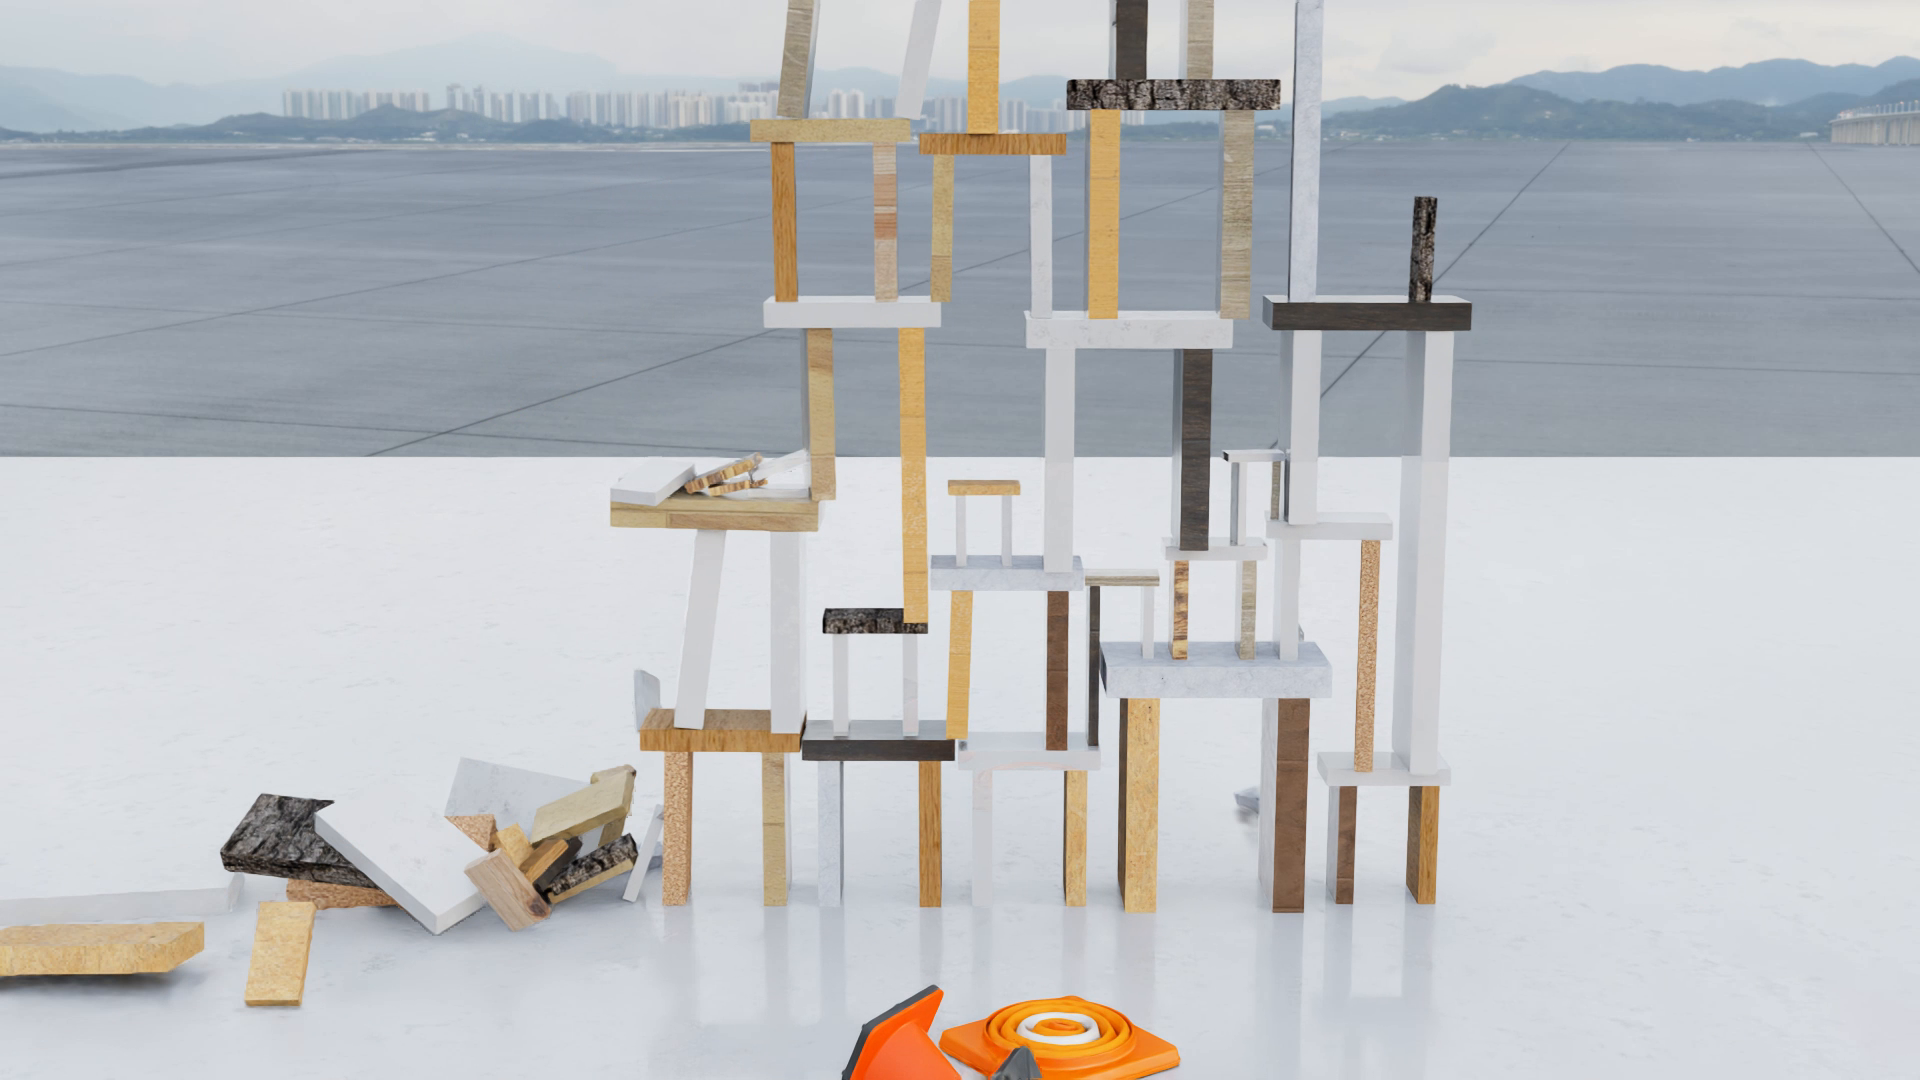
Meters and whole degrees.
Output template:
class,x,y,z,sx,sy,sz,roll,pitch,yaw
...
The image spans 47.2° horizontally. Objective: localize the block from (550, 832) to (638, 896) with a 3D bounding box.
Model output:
class,x,y,z,sx,sy,sz,roll,pitch,yaw
block,-0.603,0.533,3.616,0.148,0.021,0.074,-27,11,-7

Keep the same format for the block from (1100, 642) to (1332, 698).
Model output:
class,x,y,z,sx,sy,sz,roll,pitch,yaw
block,0.414,0.211,3.597,0.360,0.051,0.180,0,11,0

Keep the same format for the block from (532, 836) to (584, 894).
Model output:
class,x,y,z,sx,sy,sz,roll,pitch,yaw
block,-0.682,0.545,3.630,0.068,0.019,0.136,-27,14,31

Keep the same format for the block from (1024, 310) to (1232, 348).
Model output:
class,x,y,z,sx,sy,sz,roll,pitch,yaw
block,0.263,-0.335,3.496,0.320,0.045,0.160,0,11,0

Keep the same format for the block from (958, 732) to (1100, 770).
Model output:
class,x,y,z,sx,sy,sz,roll,pitch,yaw
block,0.113,0.347,3.620,0.231,0.033,0.116,0,11,0

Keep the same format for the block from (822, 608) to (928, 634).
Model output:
class,x,y,z,sx,sy,sz,roll,pitch,yaw
block,-0.137,0.132,3.585,0.170,0.024,0.085,0,11,-1

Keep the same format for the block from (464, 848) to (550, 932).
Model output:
class,x,y,z,sx,sy,sz,roll,pitch,yaw
block,-0.713,0.552,3.464,0.068,0.136,0.019,-26,24,16

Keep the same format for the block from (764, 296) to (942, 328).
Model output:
class,x,y,z,sx,sy,sz,roll,pitch,yaw
block,-0.168,-0.363,3.490,0.275,0.039,0.138,0,11,0

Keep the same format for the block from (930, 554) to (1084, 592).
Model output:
class,x,y,z,sx,sy,sz,roll,pitch,yaw
block,0.075,0.053,3.571,0.245,0.035,0.122,0,11,0

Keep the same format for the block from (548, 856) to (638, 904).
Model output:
class,x,y,z,sx,sy,sz,roll,pitch,yaw
block,-0.609,0.553,3.648,0.148,0.021,0.074,-25,11,2

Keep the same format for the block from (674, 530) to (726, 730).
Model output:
class,x,y,z,sx,sy,sz,roll,pitch,yaw
block,-0.427,0.128,3.607,0.047,0.329,0.165,7,10,-8

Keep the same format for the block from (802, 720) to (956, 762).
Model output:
class,x,y,z,sx,sy,sz,roll,pitch,yaw
block,-0.132,0.329,3.617,0.248,0.035,0.124,0,11,0

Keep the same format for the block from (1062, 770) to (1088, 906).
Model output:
class,x,y,z,sx,sy,sz,roll,pitch,yaw
block,0.191,0.477,3.645,0.033,0.231,0.116,0,11,0

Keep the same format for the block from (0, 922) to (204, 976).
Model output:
class,x,y,z,sx,sy,sz,roll,pitch,yaw
block,-1.308,0.612,3.297,0.297,0.042,0.148,-1,2,2

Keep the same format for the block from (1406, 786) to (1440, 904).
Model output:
class,x,y,z,sx,sy,sz,roll,pitch,yaw
block,0.768,0.491,3.649,0.029,0.202,0.101,0,11,0

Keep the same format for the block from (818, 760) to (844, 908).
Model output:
class,x,y,z,sx,sy,sz,roll,pitch,yaw
block,-0.214,0.469,3.642,0.035,0.248,0.124,0,11,0

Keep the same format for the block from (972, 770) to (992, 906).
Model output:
class,x,y,z,sx,sy,sz,roll,pitch,yaw
block,0.036,0.477,3.645,0.033,0.231,0.116,0,11,0

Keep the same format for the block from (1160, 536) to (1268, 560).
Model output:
class,x,y,z,sx,sy,sz,roll,pitch,yaw
block,0.411,0.014,3.559,0.164,0.023,0.082,0,11,0

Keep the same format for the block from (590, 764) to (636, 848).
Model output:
class,x,y,z,sx,sy,sz,roll,pitch,yaw
block,-0.620,0.475,3.845,0.023,0.163,0.081,32,27,34

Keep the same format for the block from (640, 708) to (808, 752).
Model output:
class,x,y,z,sx,sy,sz,roll,pitch,yaw
block,-0.388,0.313,3.624,0.261,0.037,0.130,0,10,1

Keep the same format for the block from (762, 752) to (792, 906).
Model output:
class,x,y,z,sx,sy,sz,roll,pitch,yaw
block,-0.304,0.461,3.650,0.037,0.261,0.131,0,10,0

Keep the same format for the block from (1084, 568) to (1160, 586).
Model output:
class,x,y,z,sx,sy,sz,roll,pitch,yaw
block,0.262,0.061,3.566,0.120,0.017,0.060,0,11,2

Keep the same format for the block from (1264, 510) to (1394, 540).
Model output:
class,x,y,z,sx,sy,sz,roll,pitch,yaw
block,0.592,-0.023,3.550,0.200,0.028,0.100,1,11,5

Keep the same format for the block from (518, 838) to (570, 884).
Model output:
class,x,y,z,sx,sy,sz,roll,pitch,yaw
block,-0.707,0.543,3.603,0.136,0.019,0.068,-45,16,-34

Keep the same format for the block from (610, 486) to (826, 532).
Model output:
class,x,y,z,sx,sy,sz,roll,pitch,yaw
block,-0.388,-0.054,3.556,0.329,0.047,0.165,2,10,0

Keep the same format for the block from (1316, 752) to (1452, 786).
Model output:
class,x,y,z,sx,sy,sz,roll,pitch,yaw
block,0.698,0.377,3.628,0.203,0.029,0.101,0,11,0

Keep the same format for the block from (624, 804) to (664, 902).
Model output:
class,x,y,z,sx,sy,sz,roll,pitch,yaw
block,-0.522,0.519,3.651,0.021,0.148,0.074,20,9,-6

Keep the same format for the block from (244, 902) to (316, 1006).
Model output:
class,x,y,z,sx,sy,sz,roll,pitch,yaw
block,-0.999,0.608,3.235,0.077,0.022,0.155,0,54,-2

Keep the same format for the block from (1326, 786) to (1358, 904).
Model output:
class,x,y,z,sx,sy,sz,roll,pitch,yaw
block,0.633,0.491,3.650,0.029,0.203,0.101,0,11,0

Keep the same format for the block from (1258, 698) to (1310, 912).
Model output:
class,x,y,z,sx,sy,sz,roll,pitch,yaw
block,0.534,0.413,3.634,0.051,0.360,0.180,0,10,0

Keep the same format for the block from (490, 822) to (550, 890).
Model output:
class,x,y,z,sx,sy,sz,roll,pitch,yaw
block,-0.730,0.535,3.667,0.017,0.122,0.061,-35,-5,25

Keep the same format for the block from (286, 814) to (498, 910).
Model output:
class,x,y,z,sx,sy,sz,roll,pitch,yaw
block,-0.937,0.533,3.643,0.318,0.045,0.159,-4,34,-1

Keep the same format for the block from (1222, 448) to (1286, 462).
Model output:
class,x,y,z,sx,sy,sz,roll,pitch,yaw
block,0.471,-0.136,3.531,0.093,0.013,0.046,-1,11,-7

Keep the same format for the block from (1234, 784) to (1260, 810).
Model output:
class,x,y,z,sx,sy,sz,roll,pitch,yaw
block,0.569,0.473,4.080,0.080,0.023,0.159,-18,0,-10

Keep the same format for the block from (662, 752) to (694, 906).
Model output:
class,x,y,z,sx,sy,sz,roll,pitch,yaw
block,-0.468,0.460,3.653,0.037,0.261,0.131,2,10,-3

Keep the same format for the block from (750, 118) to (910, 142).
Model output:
class,x,y,z,sx,sy,sz,roll,pitch,yaw
block,-0.201,-0.641,3.438,0.246,0.035,0.123,0,11,-1

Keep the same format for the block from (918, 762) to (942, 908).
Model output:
class,x,y,z,sx,sy,sz,roll,pitch,yaw
block,-0.049,0.469,3.642,0.035,0.248,0.124,0,11,0

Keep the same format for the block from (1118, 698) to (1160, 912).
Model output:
class,x,y,z,sx,sy,sz,roll,pitch,yaw
block,0.294,0.413,3.634,0.051,0.360,0.180,0,11,0

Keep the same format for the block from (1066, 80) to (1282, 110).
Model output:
class,x,y,z,sx,sy,sz,roll,pitch,yaw
block,0.329,-0.694,3.430,0.320,0.045,0.160,0,11,0

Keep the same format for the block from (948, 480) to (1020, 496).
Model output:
class,x,y,z,sx,sy,sz,roll,pitch,yaw
block,0.039,-0.085,3.539,0.115,0.016,0.058,0,11,-1

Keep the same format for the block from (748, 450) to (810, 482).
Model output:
class,x,y,z,sx,sy,sz,roll,pitch,yaw
block,-0.290,-0.119,3.512,0.095,0.013,0.047,-20,15,-9

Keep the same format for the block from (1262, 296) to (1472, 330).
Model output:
class,x,y,z,sx,sy,sz,roll,pitch,yaw
block,0.642,-0.361,3.489,0.307,0.043,0.153,0,11,2

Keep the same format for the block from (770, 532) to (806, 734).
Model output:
class,x,y,z,sx,sy,sz,roll,pitch,yaw
block,-0.279,0.134,3.589,0.047,0.329,0.165,0,10,0

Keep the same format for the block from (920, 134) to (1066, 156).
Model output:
class,x,y,z,sx,sy,sz,roll,pitch,yaw
block,0.050,-0.619,3.438,0.226,0.032,0.113,0,11,-1

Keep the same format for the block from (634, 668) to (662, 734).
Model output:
class,x,y,z,sx,sy,sz,roll,pitch,yaw
block,-0.547,0.291,3.857,0.017,0.119,0.059,-19,-30,20
